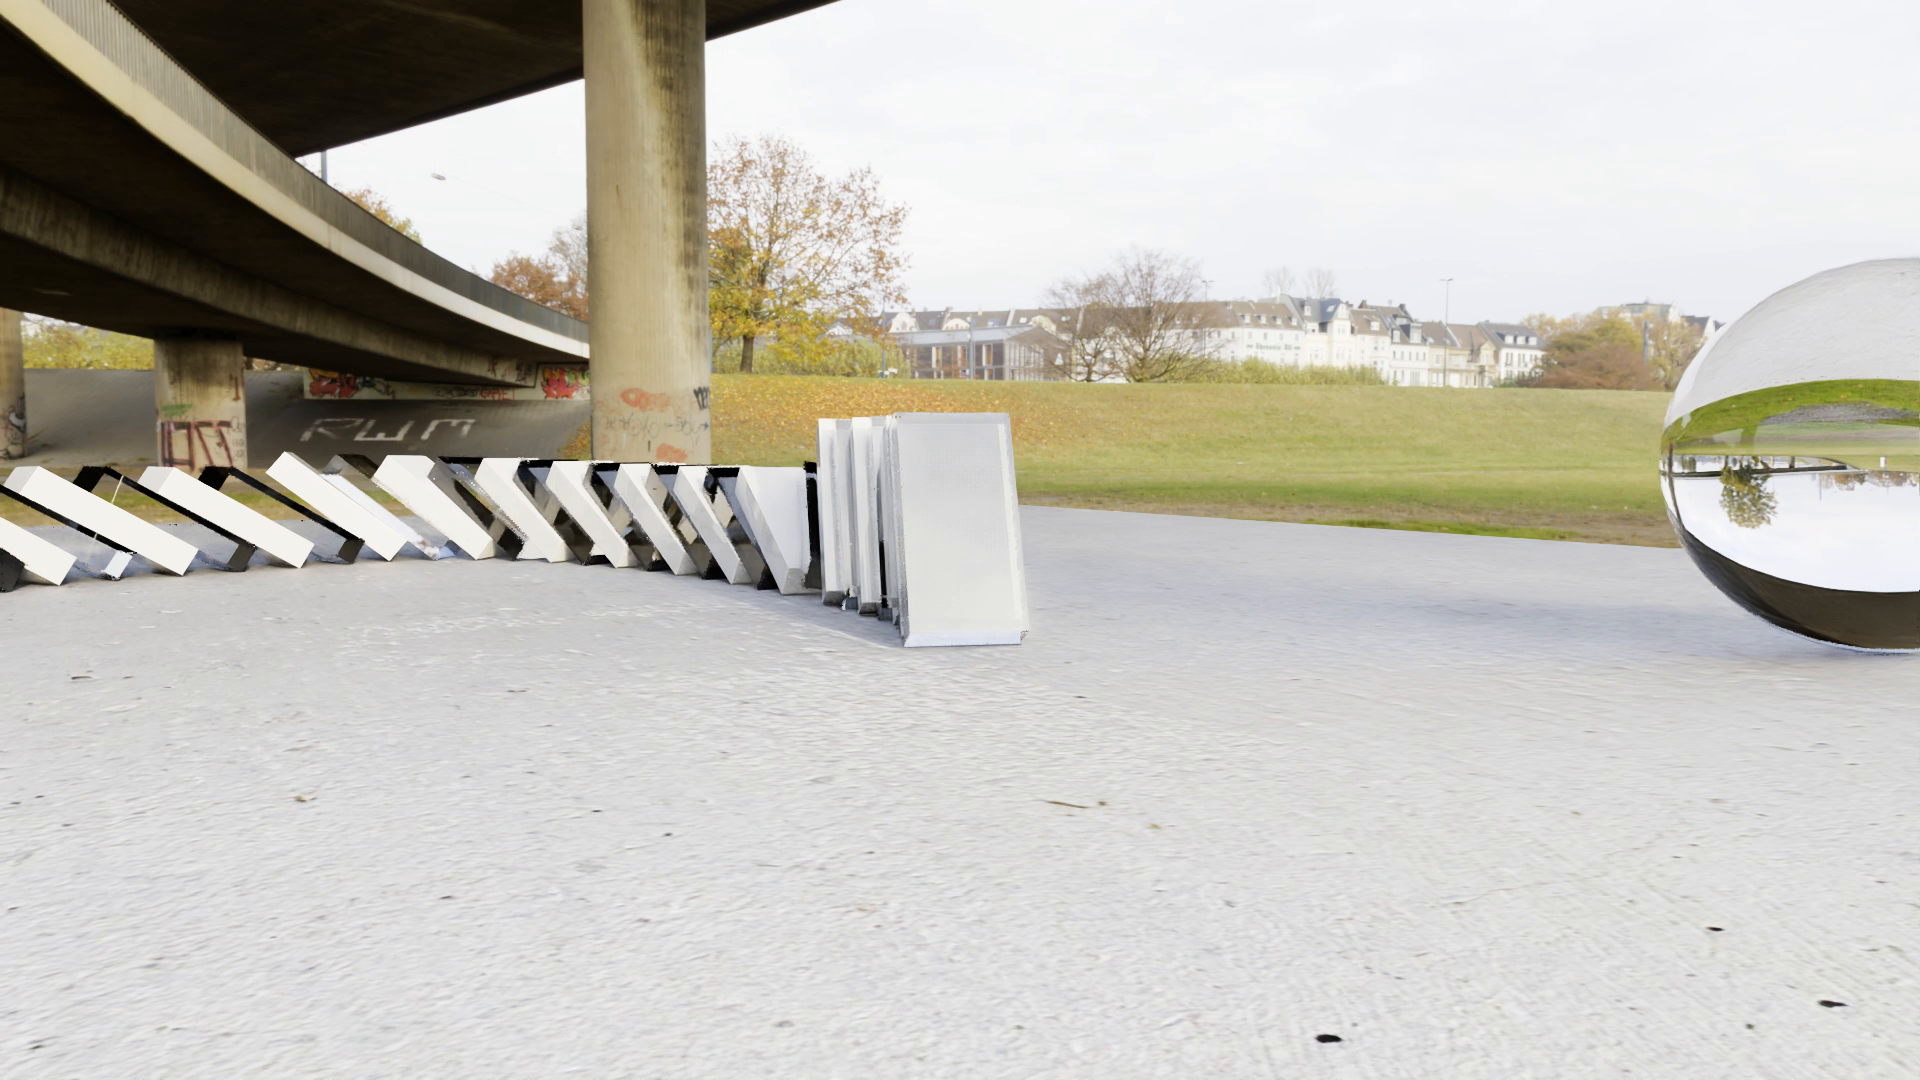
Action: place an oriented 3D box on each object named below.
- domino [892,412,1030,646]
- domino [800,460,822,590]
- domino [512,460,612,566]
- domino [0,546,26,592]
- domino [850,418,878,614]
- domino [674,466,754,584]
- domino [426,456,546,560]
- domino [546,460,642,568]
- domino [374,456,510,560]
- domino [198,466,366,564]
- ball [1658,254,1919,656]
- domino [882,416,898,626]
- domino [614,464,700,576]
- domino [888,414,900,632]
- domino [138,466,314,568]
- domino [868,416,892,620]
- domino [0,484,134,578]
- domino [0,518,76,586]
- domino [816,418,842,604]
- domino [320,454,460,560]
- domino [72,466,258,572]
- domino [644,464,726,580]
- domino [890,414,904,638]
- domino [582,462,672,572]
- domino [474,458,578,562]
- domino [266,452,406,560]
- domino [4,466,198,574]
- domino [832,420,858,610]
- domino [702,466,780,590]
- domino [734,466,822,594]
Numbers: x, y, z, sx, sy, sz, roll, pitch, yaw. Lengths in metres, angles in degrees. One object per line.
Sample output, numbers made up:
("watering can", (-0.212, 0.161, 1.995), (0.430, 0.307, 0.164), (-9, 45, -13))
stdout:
("domino", (0.000, -0.003, 0.276), (0.025, 0.050, 0.009), (-1, -20, -10))
("domino", (-0.032, -0.004, 0.369), (0.025, 0.009, 0.050), (7, 34, -14))
("domino", (-0.138, -0.011, 0.468), (0.050, 0.010, 0.025), (43, 27, 26))
("domino", (-0.288, -0.002, 0.352), (0.025, 0.009, 0.050), (1, -31, 10))
("domino", (-0.014, -0.007, 0.327), (0.025, 0.050, 0.010), (-1, -21, -10))
("domino", (-0.070, -0.006, 0.408), (0.025, 0.010, 0.050), (-3, 38, -36))
("domino", (-0.172, -0.012, 0.481), (0.050, 0.010, 0.025), (39, 16, 15))
("domino", (-0.123, -0.010, 0.458), (0.050, 0.009, 0.025), (43, 28, 28))
("domino", (-0.191, -0.013, 0.481), (0.050, 0.009, 0.025), (38, 8, 5))
("domino", (-0.236, -0.008, 0.446), (0.025, 0.009, 0.050), (4, -27, 41))
("ball", (0.187, -0.017, 0.259), (0.080, 0.080, 0.080), (0, 4, 0))
("domino", (-0.004, -0.005, 0.307), (0.025, 0.050, 0.009), (-1, -20, -10))
("domino", (-0.095, -0.008, 0.435), (0.025, 0.010, 0.050), (-4, 39, -42))
("domino", (-0.003, -0.004, 0.297), (0.025, 0.050, 0.009), (-1, -20, -10))
("domino", (-0.247, -0.007, 0.432), (0.025, 0.009, 0.050), (4, -27, 41))
("domino", (-0.009, -0.006, 0.317), (0.025, 0.050, 0.009), (-1, -20, -10))
("domino", (-0.283, -0.005, 0.391), (0.025, 0.009, 0.050), (1, -29, 40))
("domino", (-0.289, -0.003, 0.373), (0.025, 0.009, 0.050), (2, -29, 29))
("domino", (-0.025, -0.008, 0.347), (0.025, 0.050, 0.009), (0, -23, -12))
("domino", (-0.209, -0.013, 0.477), (0.050, 0.009, 0.025), (38, 0, -5))
("domino", (-0.260, -0.006, 0.419), (0.025, 0.009, 0.050), (4, -28, 41))
("domino", (-0.082, -0.007, 0.422), (0.025, 0.009, 0.050), (-3, 39, -39))
("domino", (-0.002, -0.004, 0.286), (0.025, 0.050, 0.009), (-1, -20, -10))
("domino", (-0.108, -0.009, 0.447), (0.025, 0.010, 0.050), (-4, 40, -45))
("domino", (-0.154, -0.012, 0.476), (0.050, 0.009, 0.025), (42, 22, 22))
("domino", (-0.225, -0.012, 0.467), (0.050, 0.010, 0.025), (41, -12, -19))
("domino", (-0.271, -0.006, 0.404), (0.025, 0.009, 0.050), (2, -29, 41))
("domino", (-0.019, -0.007, 0.337), (0.025, 0.050, 0.009), (-1, -22, -11))
("domino", (-0.059, -0.005, 0.394), (0.025, 0.009, 0.050), (-3, 38, -33))
("domino", (-0.047, -0.004, 0.380), (0.025, 0.010, 0.050), (-1, 37, -28))
